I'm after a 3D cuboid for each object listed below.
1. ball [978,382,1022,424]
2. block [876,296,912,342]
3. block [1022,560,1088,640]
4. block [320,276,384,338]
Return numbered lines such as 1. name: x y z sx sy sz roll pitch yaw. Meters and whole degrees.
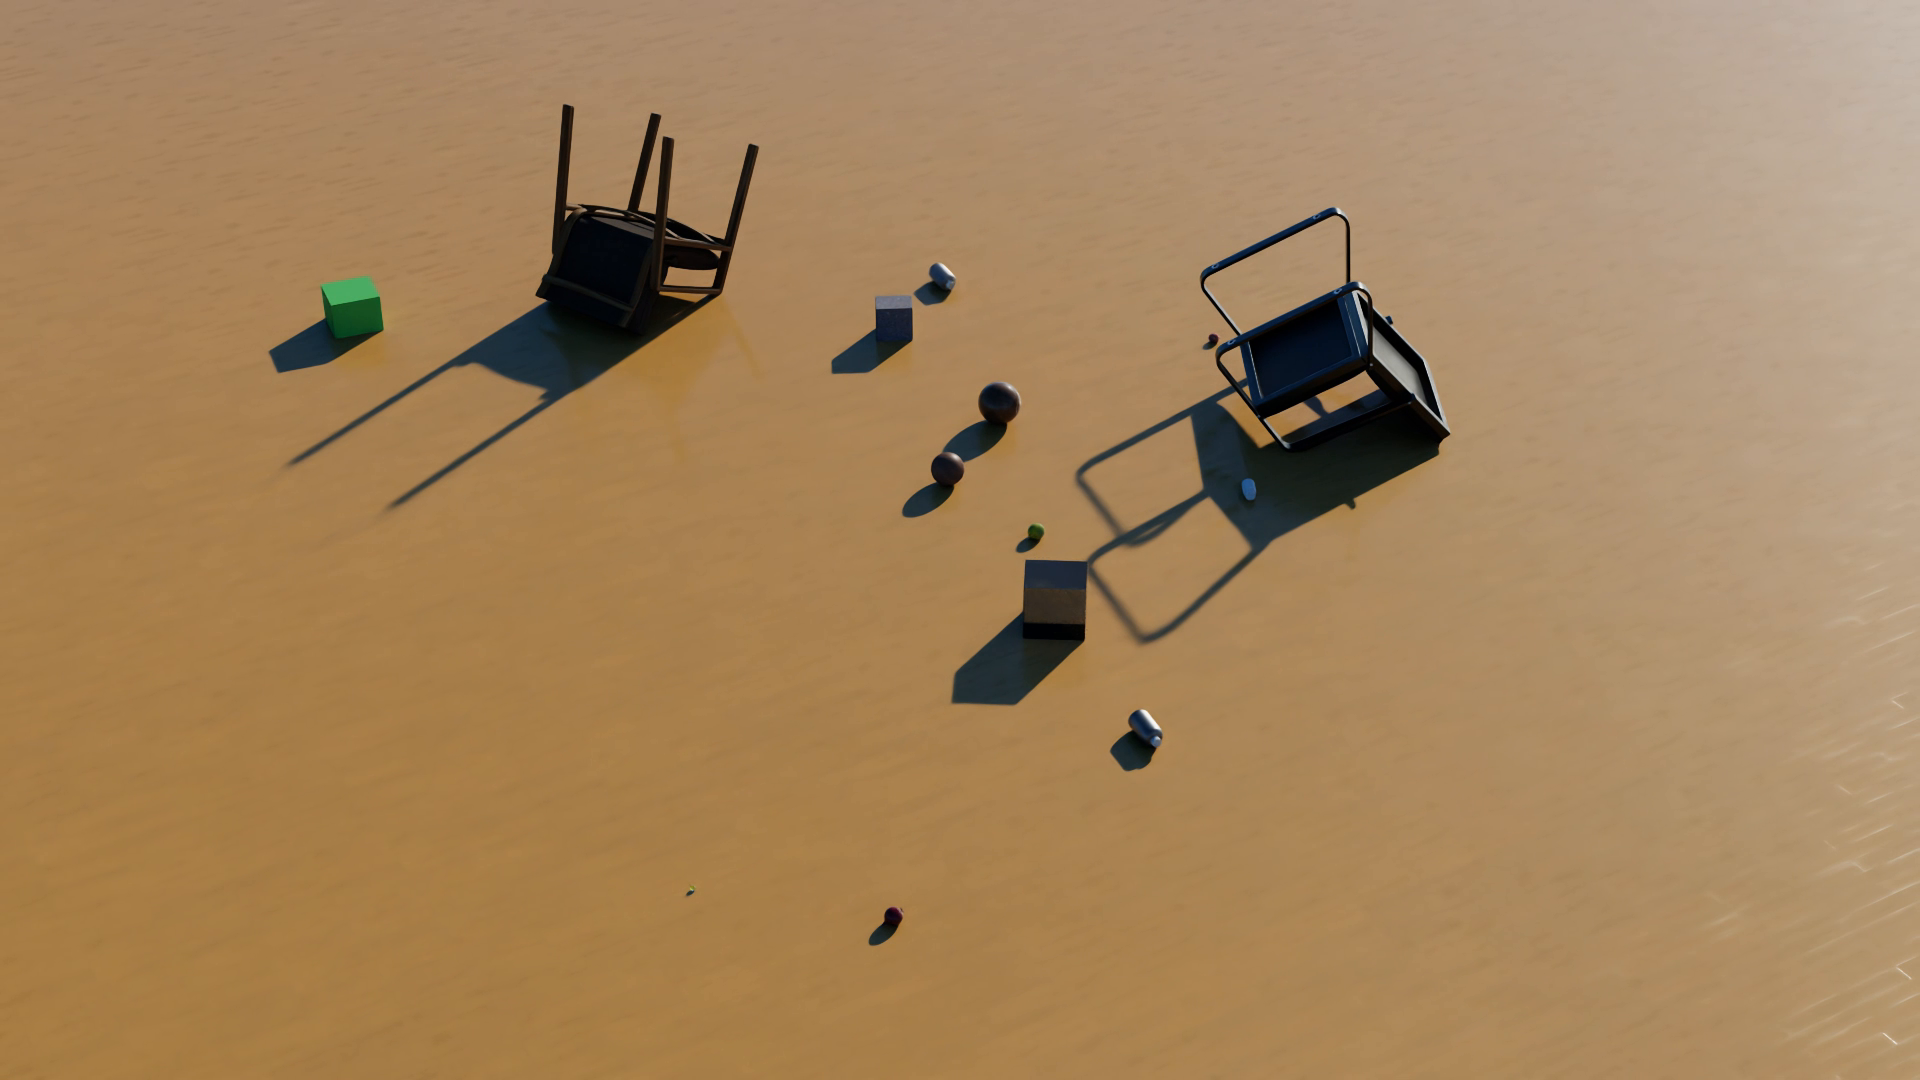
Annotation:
1. ball: 0.157 -0.543 11.614 0.171 0.171 0.171 0 33 0
2. block: -0.275 -0.924 12.207 0.150 0.153 0.112 -2 33 -3
3. block: 0.338 0.213 10.423 0.220 0.218 0.180 2 33 3
4. block: -2.545 -0.975 12.278 0.204 0.160 0.197 -13 36 -19
